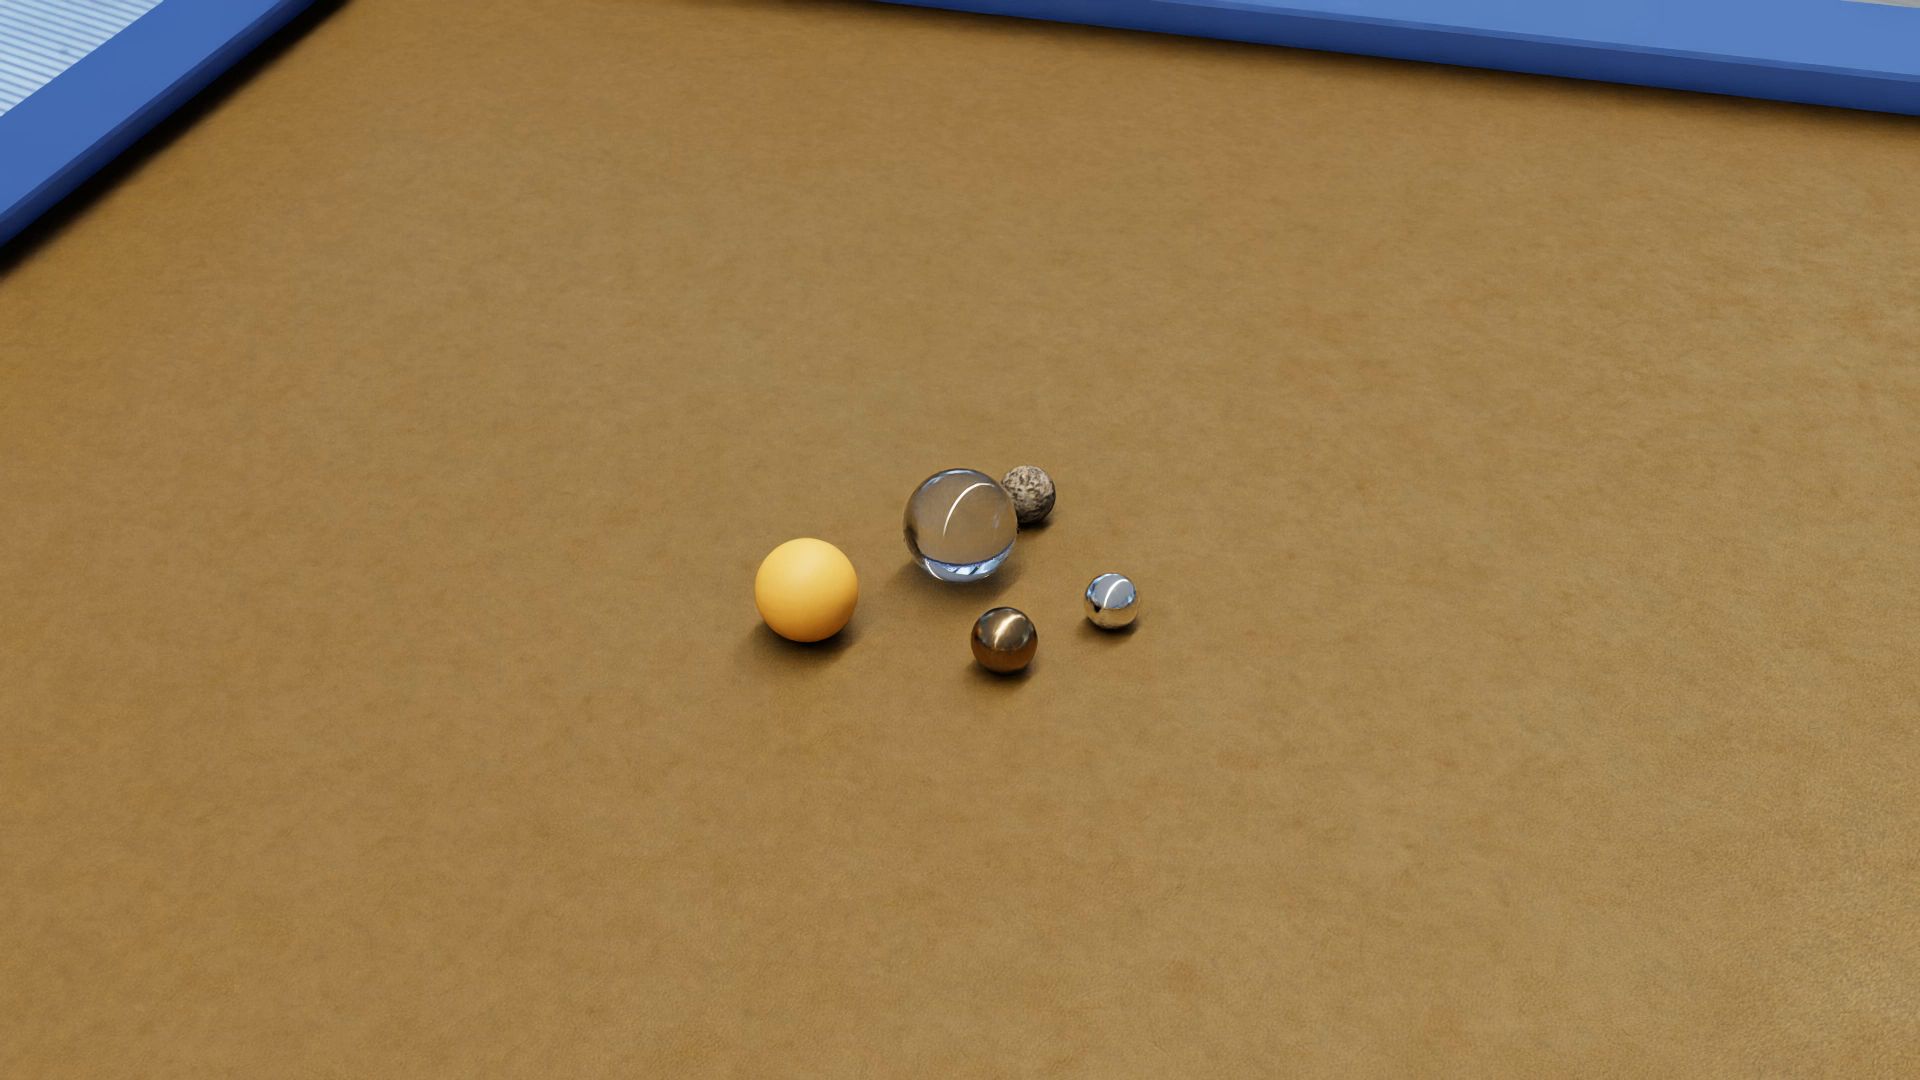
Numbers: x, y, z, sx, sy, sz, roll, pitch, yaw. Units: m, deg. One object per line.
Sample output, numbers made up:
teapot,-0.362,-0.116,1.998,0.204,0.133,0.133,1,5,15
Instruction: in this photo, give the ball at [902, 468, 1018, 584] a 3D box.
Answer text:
ball,0.000,-0.011,1.956,0.088,0.088,0.088,0,34,0

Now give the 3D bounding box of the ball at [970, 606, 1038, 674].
ball,0.032,0.073,1.866,0.049,0.049,0.049,0,34,0

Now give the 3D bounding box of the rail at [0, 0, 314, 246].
rail,-0.963,-0.176,2.175,0.045,0.114,2.162,9,35,13

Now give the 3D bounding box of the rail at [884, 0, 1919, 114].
rail,1.274,-0.435,2.561,4.098,0.114,0.045,9,35,13

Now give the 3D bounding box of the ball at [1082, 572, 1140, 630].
ball,0.113,0.045,1.913,0.043,0.043,0.043,0,34,0

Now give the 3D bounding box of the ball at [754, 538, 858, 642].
ball,-0.113,0.037,1.894,0.077,0.077,0.077,0,34,0

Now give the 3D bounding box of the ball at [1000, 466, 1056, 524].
ball,0.053,-0.036,2.031,0.046,0.046,0.046,0,34,0
